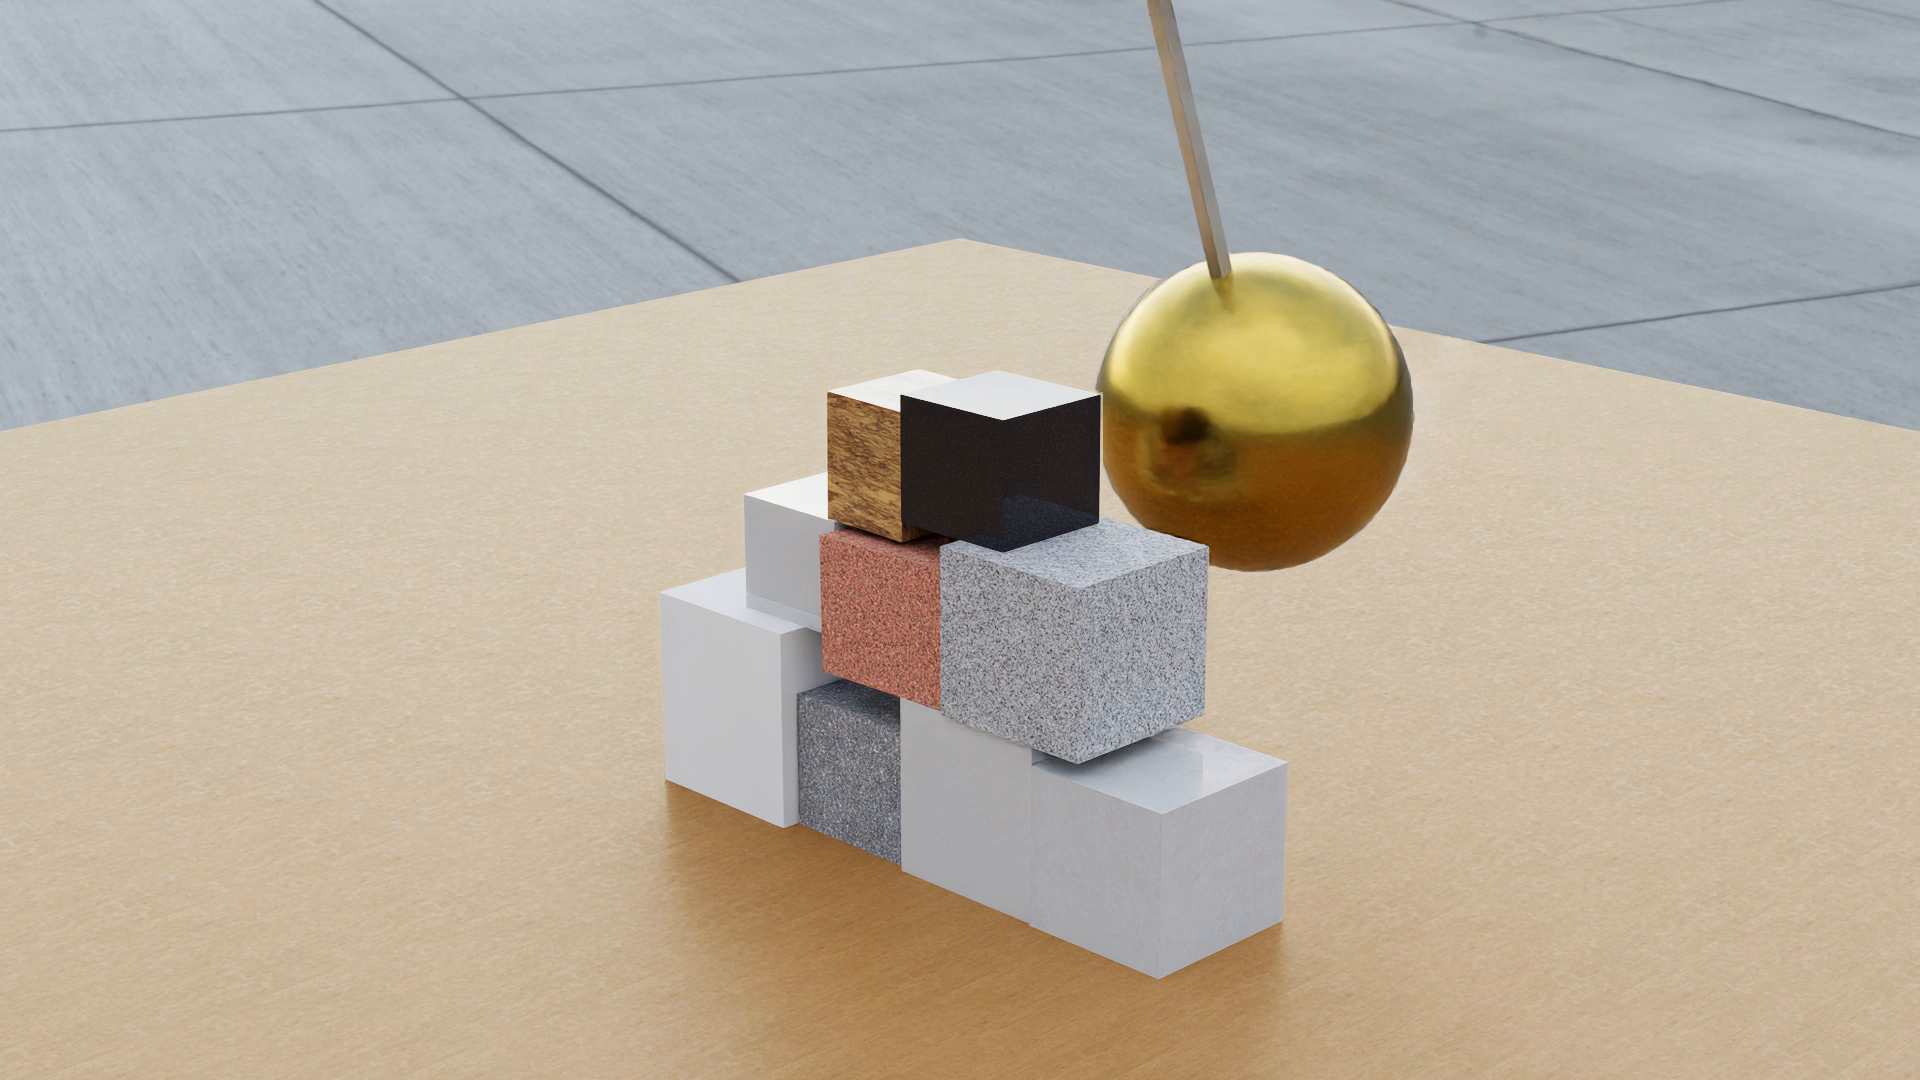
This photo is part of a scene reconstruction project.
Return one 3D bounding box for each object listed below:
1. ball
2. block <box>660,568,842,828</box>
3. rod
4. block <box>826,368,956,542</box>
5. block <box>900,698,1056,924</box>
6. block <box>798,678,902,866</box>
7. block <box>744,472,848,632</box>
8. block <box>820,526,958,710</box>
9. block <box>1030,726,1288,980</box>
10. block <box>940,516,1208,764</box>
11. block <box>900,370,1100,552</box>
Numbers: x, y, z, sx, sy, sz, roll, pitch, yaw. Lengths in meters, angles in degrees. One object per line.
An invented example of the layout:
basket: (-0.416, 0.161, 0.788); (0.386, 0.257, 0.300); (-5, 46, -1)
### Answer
ball: (1.467, -0.638, 14.679); (1.600, 1.600, 1.600); (0, 17, 0)
block: (-0.832, 0.718, 14.429); (0.904, 0.978, 0.882); (-17, 24, -42)
rod: (0.636, -3.433, 12.929); (0.080, 5.200, 0.080); (17, 44, 42)
block: (-0.227, -0.395, 13.453); (0.584, 0.606, 0.493); (-17, 25, -42)
block: (0.300, 1.120, 13.365); (0.790, 0.849, 0.821); (-17, 24, -42)
block: (-0.238, 1.037, 13.942); (0.771, 0.661, 0.732); (-17, 24, -42)
block: (-0.580, 0.052, 13.973); (0.625, 0.565, 0.631); (-17, 24, -42)
block: (-0.080, 0.288, 13.504); (0.789, 0.659, 0.798); (-17, 23, -42)
block: (0.867, 1.333, 12.843); (0.829, 0.755, 0.757); (-17, 24, -42)
block: (0.500, 0.403, 12.918); (0.829, 0.786, 0.830); (-17, 24, -42)
block: (0.179, -0.360, 13.045); (0.619, 0.595, 0.636); (-17, 24, -42)
